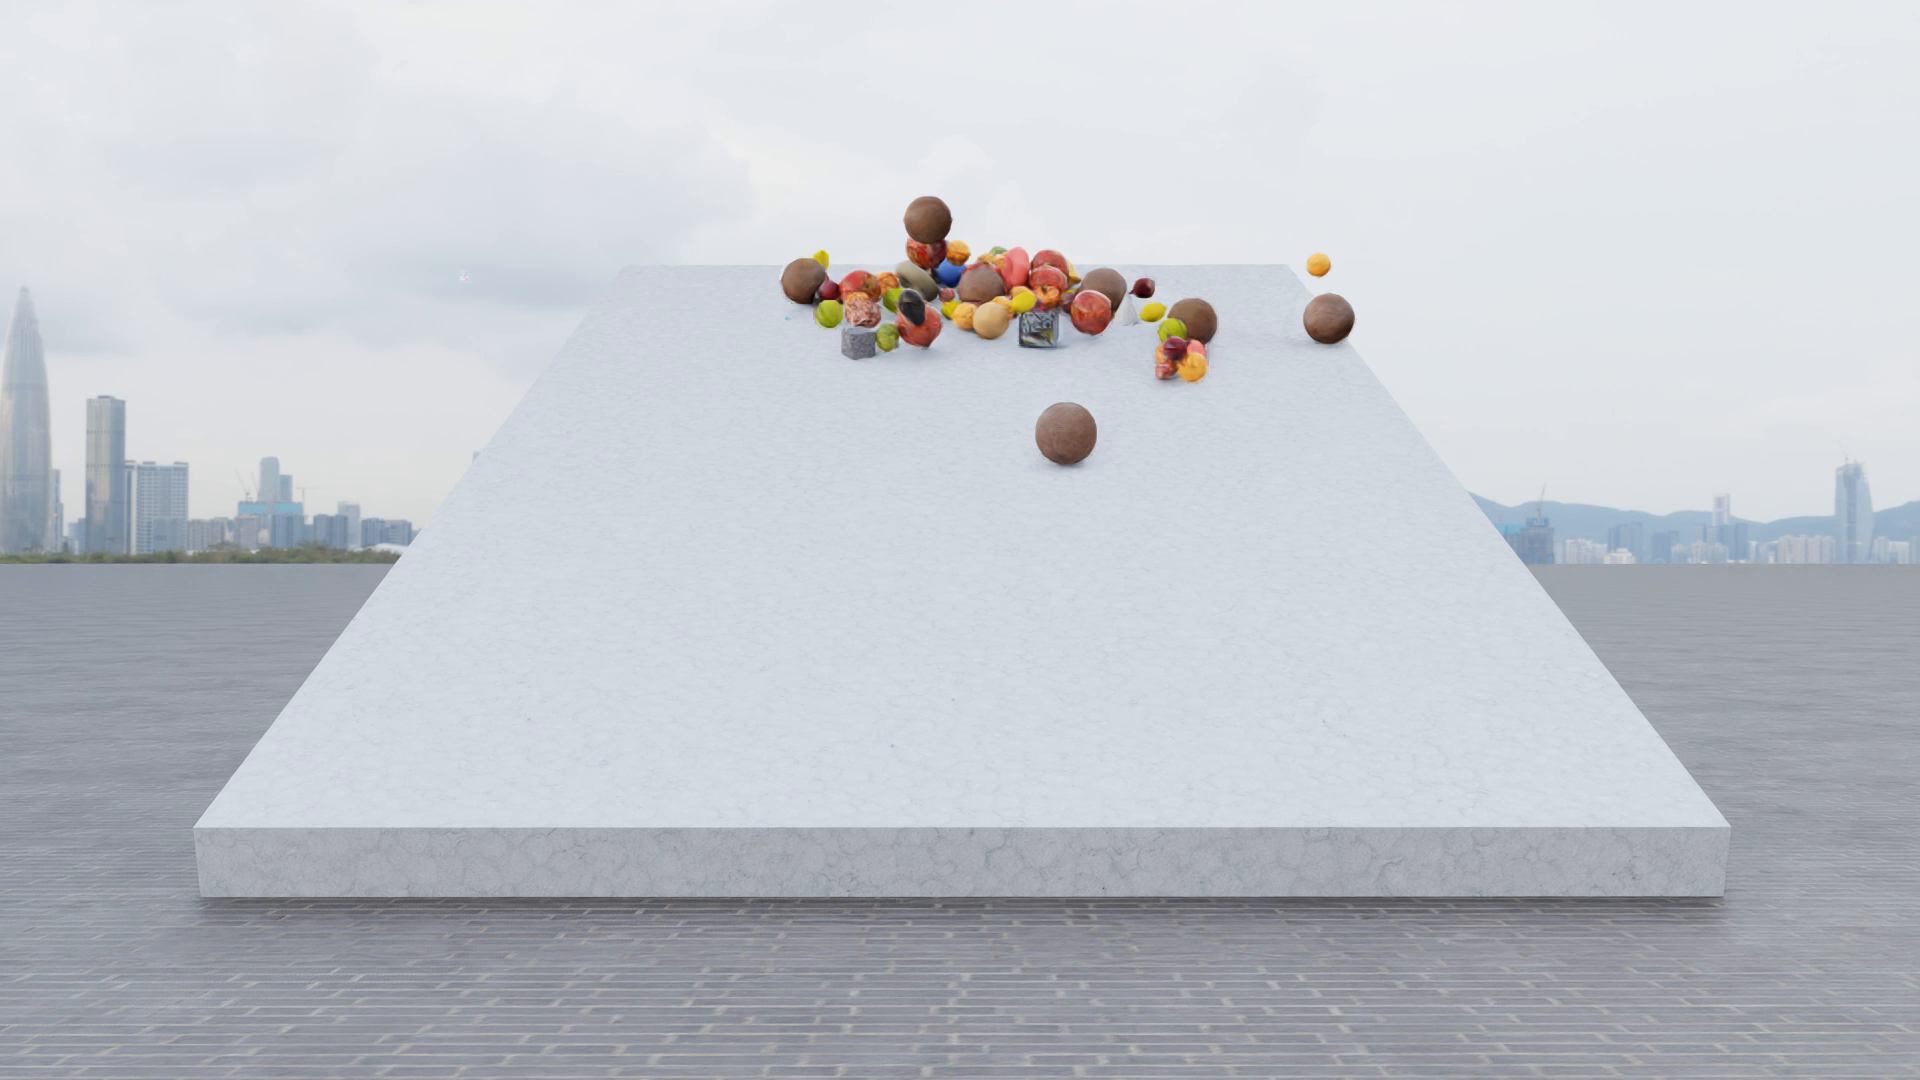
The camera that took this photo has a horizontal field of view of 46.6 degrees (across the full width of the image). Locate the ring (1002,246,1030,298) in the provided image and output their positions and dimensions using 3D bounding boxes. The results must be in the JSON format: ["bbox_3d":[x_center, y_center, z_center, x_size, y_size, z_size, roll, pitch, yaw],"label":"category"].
[{"bbox_3d":[0.154,-0.738,6.155,0.048,0.143,0.143,3,-1,-18],"label":"ring"}]

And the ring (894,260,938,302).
[{"bbox_3d":[-0.119,-0.716,6.159,0.143,0.048,0.143,39,-9,8],"label":"ring"}]

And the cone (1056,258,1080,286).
[{"bbox_3d":[0.309,-0.776,6.384,0.072,0.072,0.072,0,-16,0],"label":"cone"}]

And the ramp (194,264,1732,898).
[{"bbox_3d":[-0.003,-0.180,4.821,2.000,0.100,4.000,0,17,0],"label":"ramp"}]

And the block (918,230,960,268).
[{"bbox_3d":[-0.060,-0.829,6.426,0.076,0.076,0.076,38,1,27],"label":"block"}]

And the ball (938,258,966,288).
[{"bbox_3d":[-0.022,-0.765,6.369,0.085,0.085,0.085,0,0,0],"label":"ball"}]

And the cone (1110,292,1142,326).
[{"bbox_3d":[0.443,-0.620,5.910,0.085,0.085,0.085,0,17,0],"label":"cone"}]

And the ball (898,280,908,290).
[{"bbox_3d":[-0.140,-0.742,6.325,0.069,0.069,0.069,0,0,0],"label":"ball"}]

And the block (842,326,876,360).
[{"bbox_3d":[-0.251,-0.487,5.522,0.064,0.064,0.064,-9,20,-25],"label":"block"}]

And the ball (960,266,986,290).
[{"bbox_3d":[0.038,-0.743,6.322,0.073,0.073,0.073,0,0,0],"label":"ball"}]

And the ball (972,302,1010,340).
[{"bbox_3d":[0.079,-0.561,5.706,0.095,0.095,0.095,0,0,0],"label":"ball"}]

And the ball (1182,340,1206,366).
[{"bbox_3d":[0.570,-0.457,5.435,0.060,0.060,0.060,0,0,0],"label":"ball"}]

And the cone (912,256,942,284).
[{"bbox_3d":[-0.081,-0.755,6.408,0.098,0.098,0.098,20,-14,-42],"label":"cone"}]
